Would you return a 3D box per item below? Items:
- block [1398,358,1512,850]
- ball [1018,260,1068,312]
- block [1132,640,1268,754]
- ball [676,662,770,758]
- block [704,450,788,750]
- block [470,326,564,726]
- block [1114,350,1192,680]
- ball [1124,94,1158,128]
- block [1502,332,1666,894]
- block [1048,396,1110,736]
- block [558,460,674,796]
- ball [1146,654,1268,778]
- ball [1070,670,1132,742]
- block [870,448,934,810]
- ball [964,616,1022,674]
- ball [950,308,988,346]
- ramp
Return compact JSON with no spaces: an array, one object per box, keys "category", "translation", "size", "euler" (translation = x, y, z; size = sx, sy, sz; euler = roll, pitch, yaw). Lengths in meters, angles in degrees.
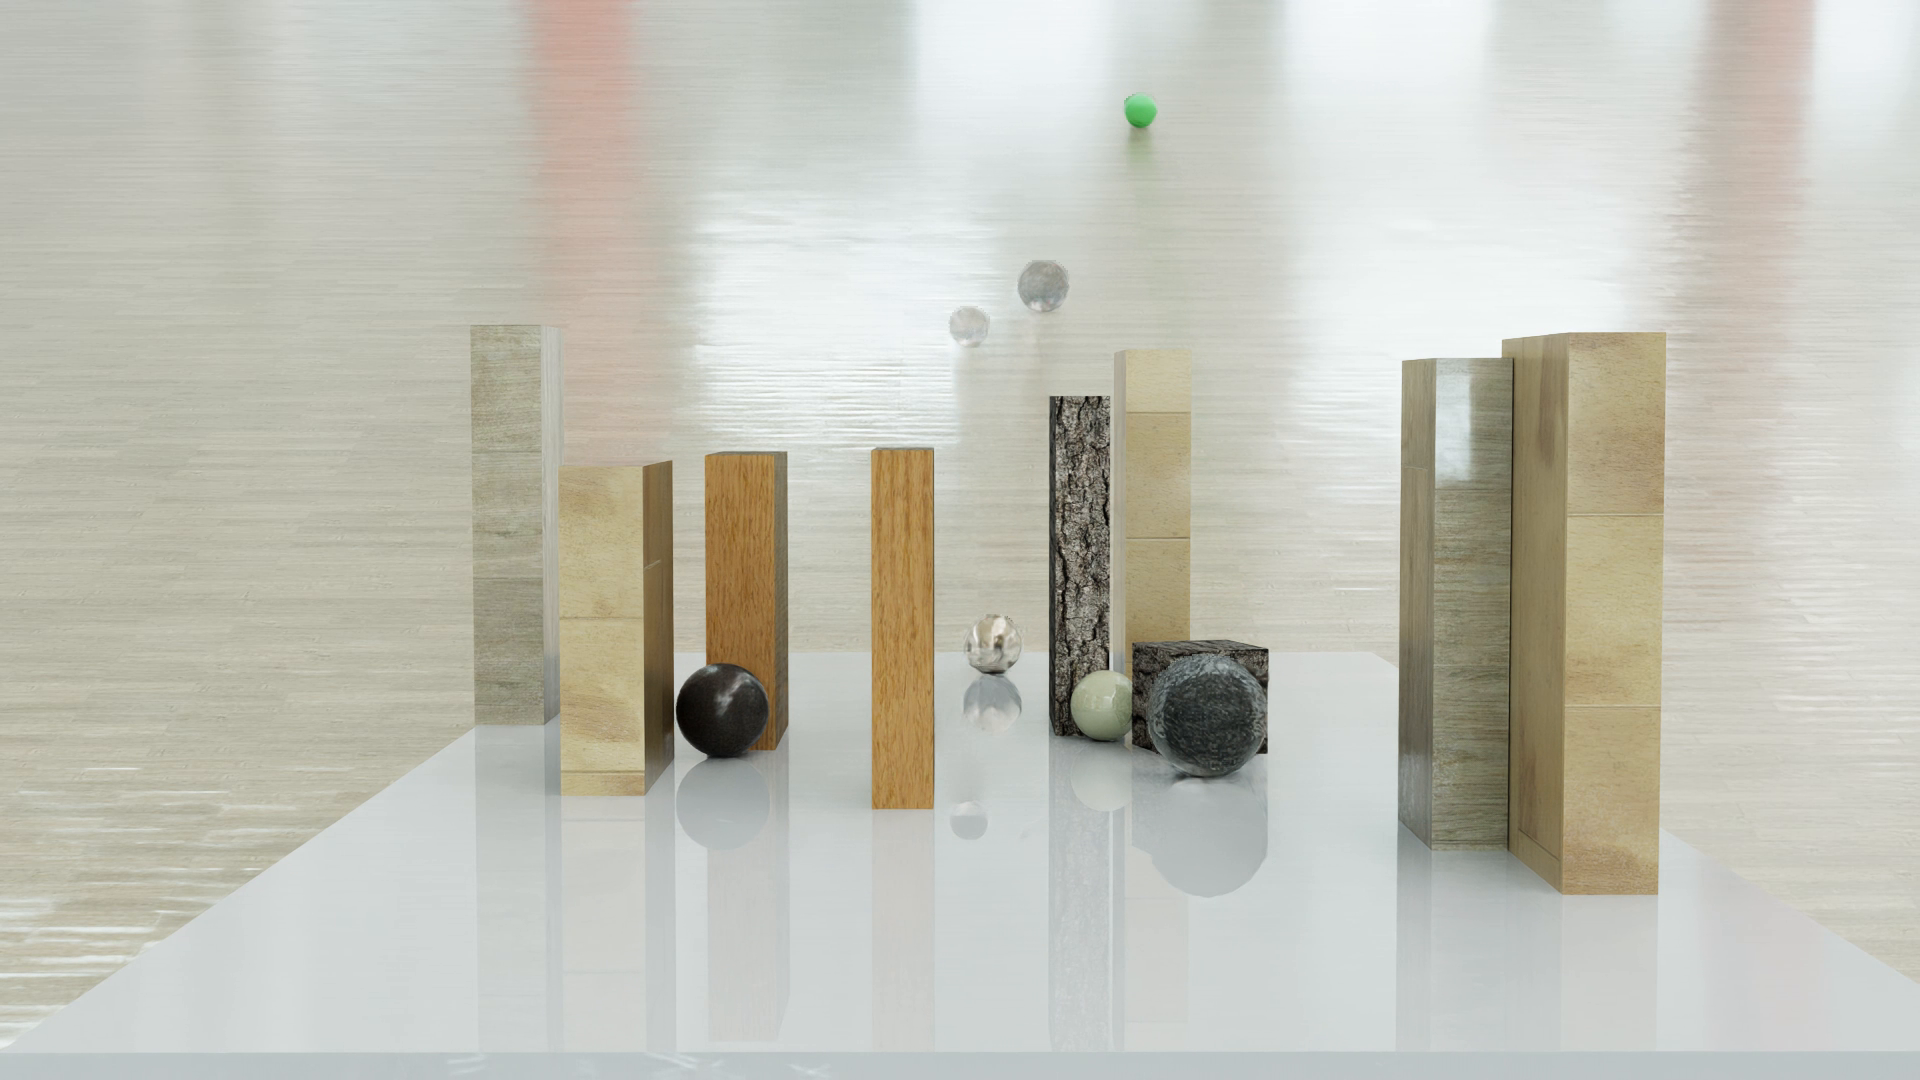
[{"category":"block","translation":[0.724,0.085,3.778],"size":[0.107,0.700,0.283],"euler":[0,3,0]},{"category":"ball","translation":[0.316,-0.961,9.745],"size":[0.195,0.195,0.195],"euler":[0,21,0]},{"category":"block","translation":[0.440,0.289,4.721],"size":[0.190,0.190,0.190],"euler":[-1,3,-17]},{"category":"ball","translation":[-0.427,0.305,4.620],"size":[0.169,0.169,0.169],"euler":[0,21,0]},{"category":"block","translation":[-0.402,0.105,4.884],"size":[0.126,0.541,0.379],"euler":[0,3,0]},{"category":"block","translation":[-0.890,-0.036,5.201],"size":[0.137,0.788,0.299],"euler":[0,3,0]},{"category":"block","translation":[0.396,-0.021,5.335],"size":[0.130,0.741,0.390],"euler":[0,3,0]},{"category":"ball","translation":[0.903,-2.144,12.850],"size":[0.164,0.164,0.164],"euler":[0,21,0]},{"category":"block","translation":[0.843,0.086,3.516],"size":[0.124,0.727,0.410],"euler":[0,3,0]},{"category":"block","translation":[0.233,0.041,5.059],"size":[0.103,0.648,0.347],"euler":[0,3,0]},{"category":"block","translation":[-0.580,0.136,4.375],"size":[0.136,0.534,0.444],"euler":[0,3,0]},{"category":"ball","translation":[0.422,0.300,4.378],"size":[0.207,0.207,0.207],"euler":[0,21,0]},{"category":"ball","translation":[0.274,0.311,4.833],"size":[0.133,0.133,0.133],"euler":[0,21,0]},{"category":"block","translation":[-0.090,0.134,4.151],"size":[0.096,0.562,0.276],"euler":[0,3,0]},{"category":"ball","translation":[0.076,0.246,5.996],"size":[0.138,0.138,0.138],"euler":[0,21,0]},{"category":"ball","translation":[0.033,-0.773,9.332],"size":[0.142,0.142,0.142],"euler":[0,21,0]},{"category":"ramp","translation":[0.049,0.445,4.532],"size":[2.000,0.100,4.000],"euler":[0,3,0]}]
